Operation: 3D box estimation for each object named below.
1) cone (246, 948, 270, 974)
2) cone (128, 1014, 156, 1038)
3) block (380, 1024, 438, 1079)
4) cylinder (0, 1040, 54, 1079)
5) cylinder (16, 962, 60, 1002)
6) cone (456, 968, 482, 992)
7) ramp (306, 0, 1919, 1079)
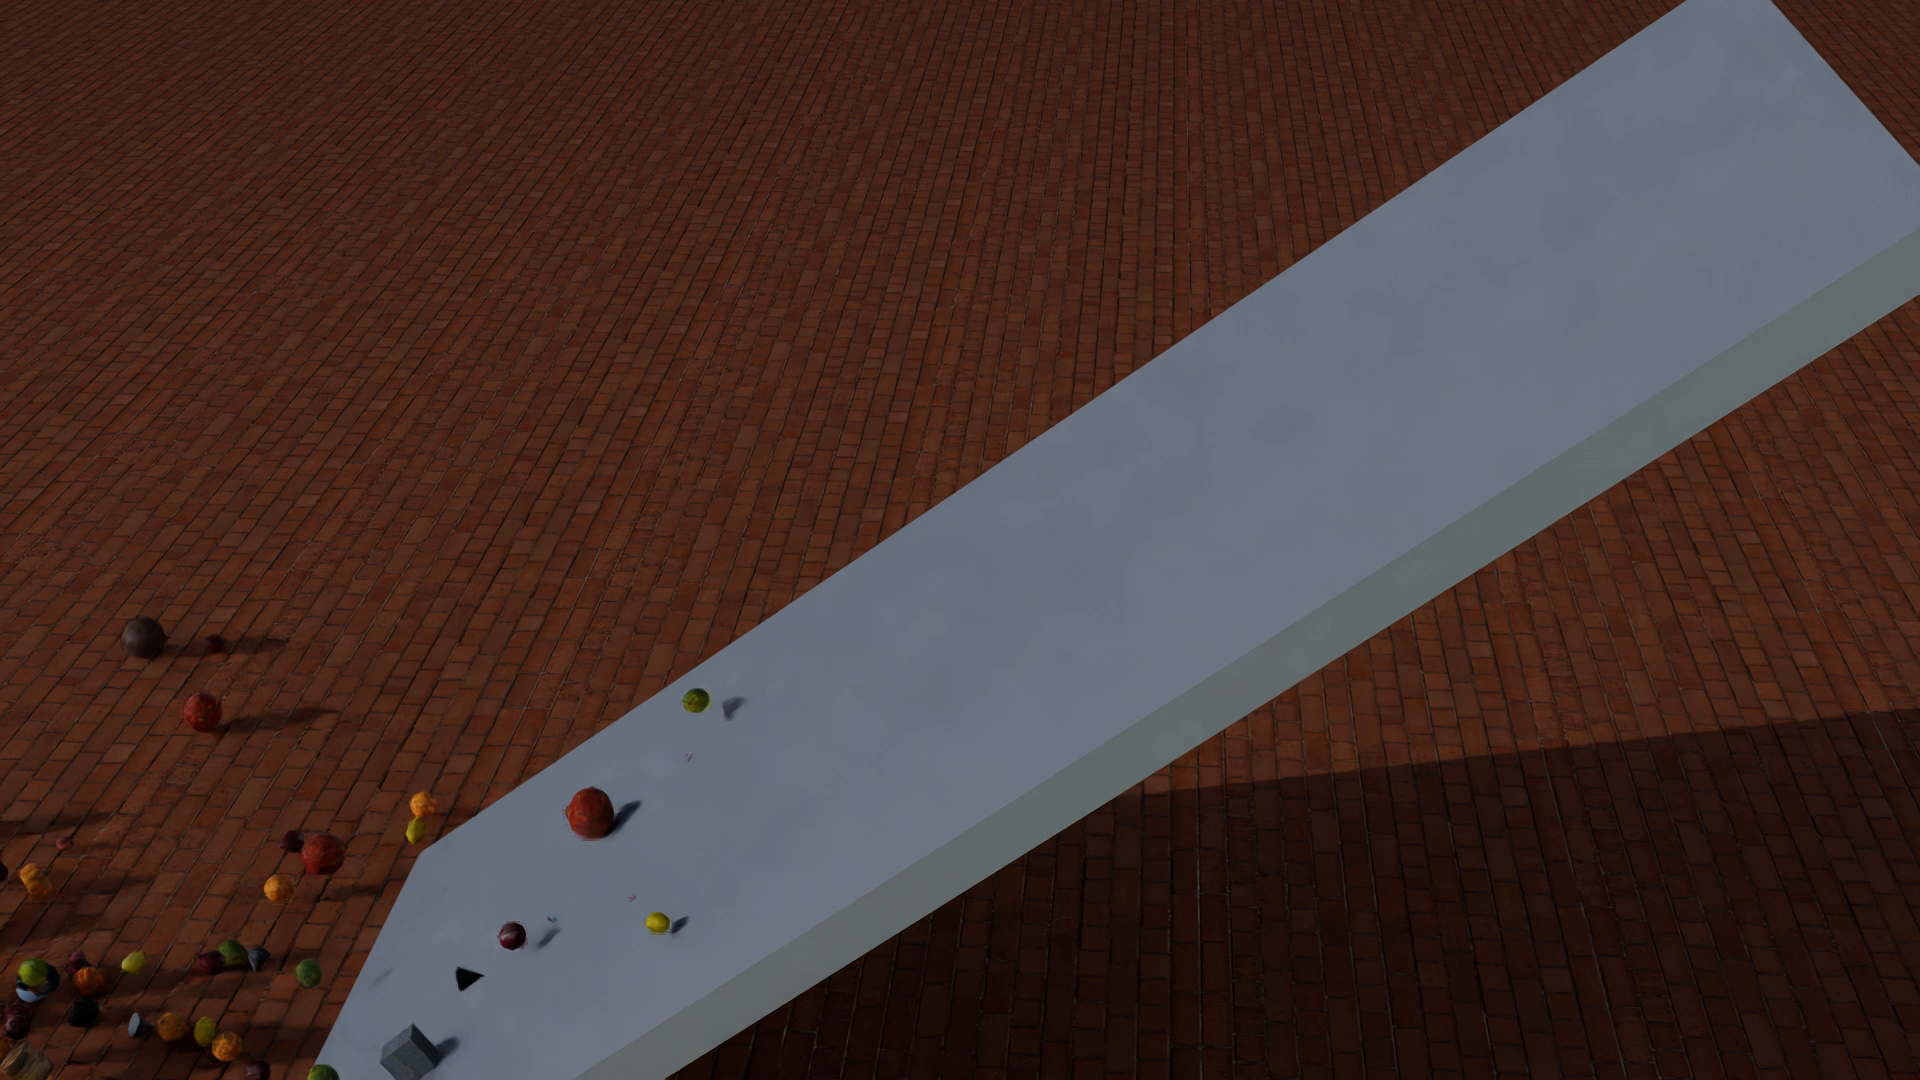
[{"bbox_3d":[-1.766,1.064,7.381,0.059,0.059,0.059,-1,49,-4],"label":"cone"},{"bbox_3d":[-1.968,1.177,7.105,0.059,0.059,0.059,18,10,-35],"label":"cone"},{"bbox_3d":[-1.175,1.102,6.273,0.083,0.083,0.083,-37,15,4],"label":"block"},{"bbox_3d":[-2.162,1.221,6.814,0.087,0.087,0.087,-37,21,17],"label":"cylinder"},{"bbox_3d":[-2.265,1.087,7.221,0.077,0.077,0.077,-28,5,33],"label":"cylinder"},{"bbox_3d":[-1.088,0.974,6.552,0.054,0.054,0.054,-10,22,3],"label":"cone"},{"bbox_3d":[0.131,0.177,6.317,4.000,0.100,2.000,-34,16,16],"label":"ramp"}]
